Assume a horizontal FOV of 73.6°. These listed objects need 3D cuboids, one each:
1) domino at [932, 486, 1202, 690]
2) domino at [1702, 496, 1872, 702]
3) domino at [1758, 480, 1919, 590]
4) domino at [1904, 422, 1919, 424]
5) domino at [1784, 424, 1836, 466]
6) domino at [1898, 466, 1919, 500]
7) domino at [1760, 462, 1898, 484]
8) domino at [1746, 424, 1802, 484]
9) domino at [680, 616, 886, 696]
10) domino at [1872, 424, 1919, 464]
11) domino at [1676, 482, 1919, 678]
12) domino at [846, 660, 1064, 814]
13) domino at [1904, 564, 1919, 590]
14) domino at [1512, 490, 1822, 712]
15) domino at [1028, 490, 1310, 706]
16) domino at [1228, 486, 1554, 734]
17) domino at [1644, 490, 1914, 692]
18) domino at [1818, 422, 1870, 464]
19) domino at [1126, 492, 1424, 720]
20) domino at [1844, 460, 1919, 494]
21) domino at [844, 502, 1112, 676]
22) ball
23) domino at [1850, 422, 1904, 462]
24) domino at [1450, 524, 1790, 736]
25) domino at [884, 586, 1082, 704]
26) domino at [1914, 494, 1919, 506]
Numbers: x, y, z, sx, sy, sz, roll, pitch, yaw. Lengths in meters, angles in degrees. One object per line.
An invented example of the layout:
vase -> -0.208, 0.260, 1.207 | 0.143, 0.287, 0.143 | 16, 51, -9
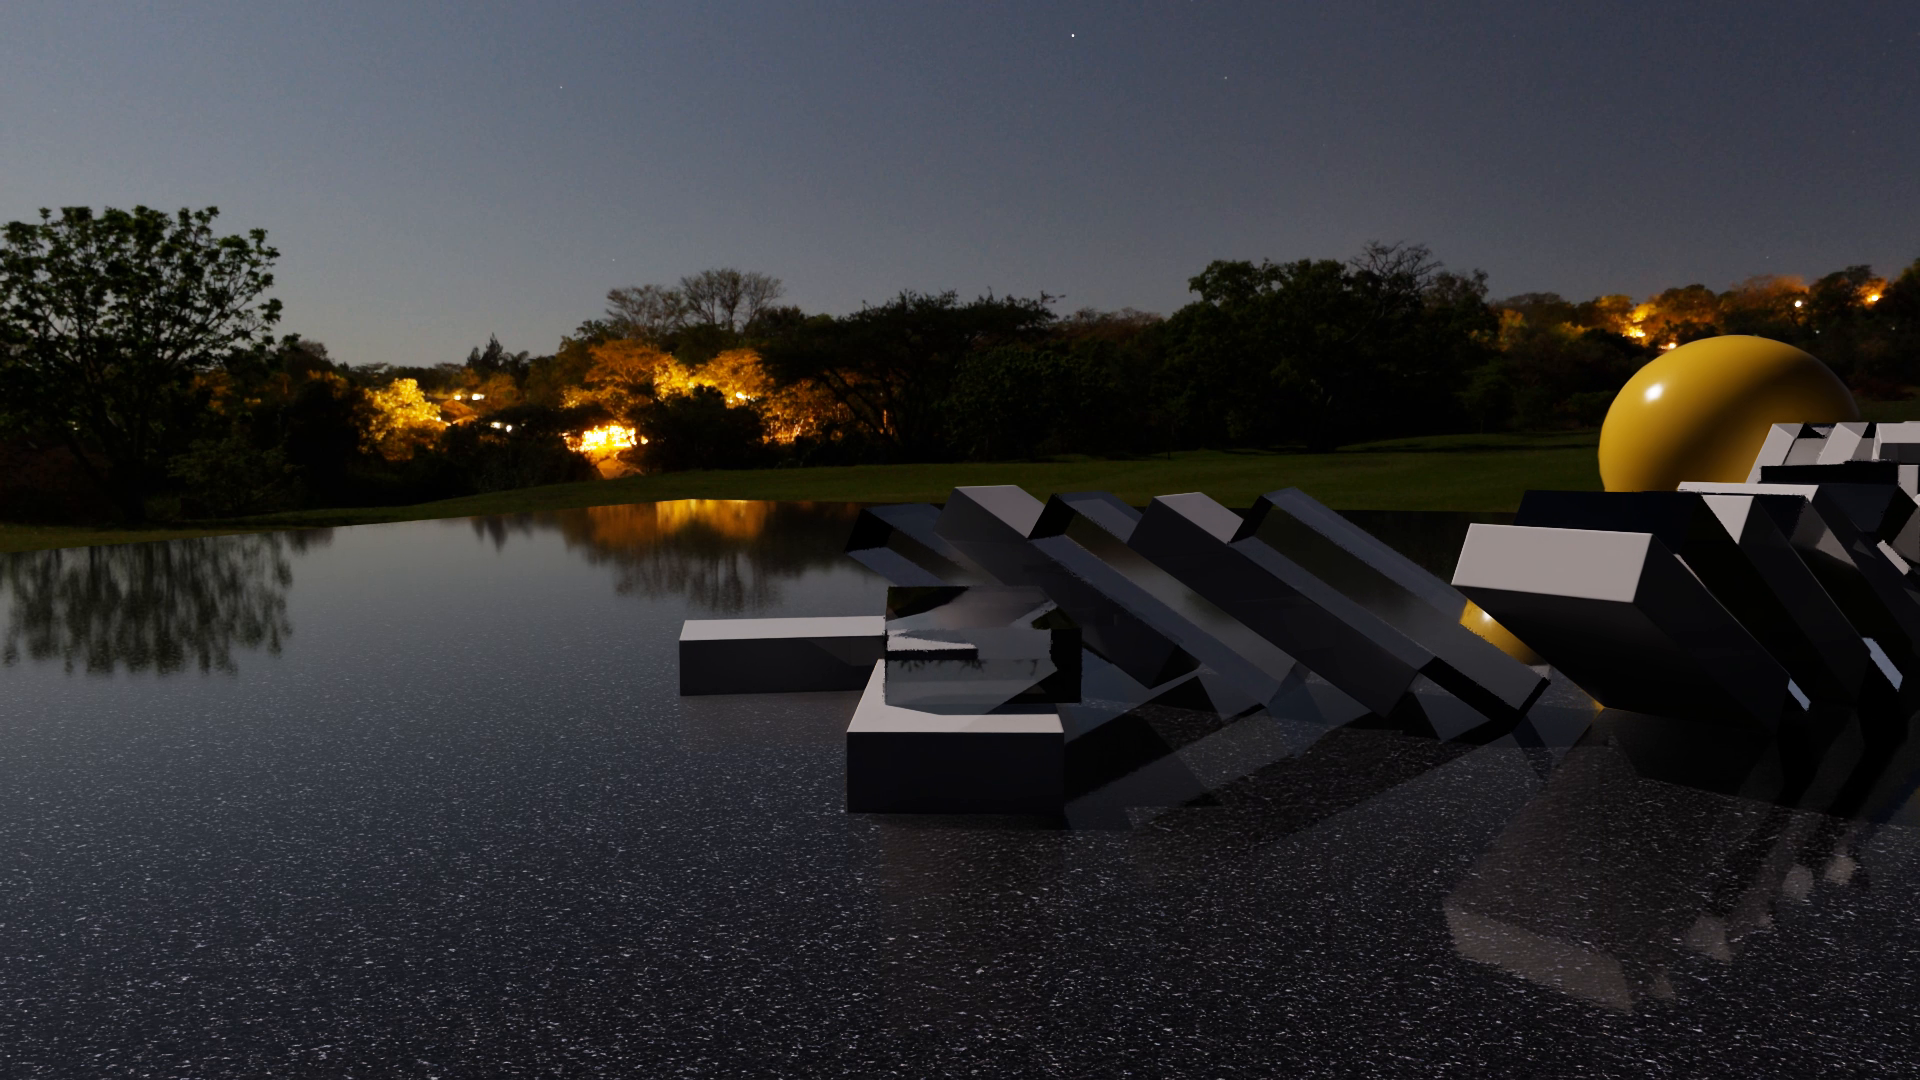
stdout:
domino -> 0.022, 0.007, 0.236 | 0.050, 0.010, 0.025 | 36, 19, 23
domino -> 0.124, 0.009, 0.208 | 0.050, 0.009, 0.025 | 35, -17, -31
domino -> 0.171, 0.007, 0.237 | 0.050, 0.009, 0.025 | 34, -9, -21
domino -> 0.265, -0.008, 0.356 | 0.025, 0.050, 0.009 | -1, 33, -10
domino -> 0.259, -0.011, 0.388 | 0.025, 0.050, 0.010 | -1, 33, -10
domino -> 0.215, 0.000, 0.310 | 0.025, 0.009, 0.050 | 2, -32, 36
domino -> 0.202, 0.001, 0.298 | 0.025, 0.009, 0.050 | 0, -33, 35
domino -> 0.256, -0.012, 0.398 | 0.025, 0.050, 0.010 | -1, 33, -10
domino -> -0.025, 0.020, 0.233 | 0.050, 0.009, 0.025 | -1, 4, -10
domino -> 0.248, -0.006, 0.330 | 0.025, 0.050, 0.010 | 2, 36, 28
domino -> 0.154, 0.007, 0.232 | 0.050, 0.009, 0.025 | 35, -10, -22
domino -> 0.000, 0.025, 0.172 | 0.025, 0.010, 0.050 | 0, 4, 1
domino -> 0.208, 0.007, 0.254 | 0.025, 0.010, 0.050 | 2, -24, 4
domino -> 0.108, 0.010, 0.196 | 0.050, 0.009, 0.025 | 36, -17, -32
domino -> 0.039, 0.009, 0.226 | 0.050, 0.009, 0.025 | 36, 19, 22
domino -> 0.070, 0.010, 0.207 | 0.050, 0.010, 0.025 | 36, 20, 19
domino -> 0.139, 0.009, 0.219 | 0.050, 0.009, 0.025 | 35, -15, -30
domino -> 0.261, -0.010, 0.378 | 0.025, 0.050, 0.009 | -1, 33, -10
domino -> 0.055, 0.009, 0.217 | 0.050, 0.010, 0.025 | 36, 19, 22
domino -> 0.231, -0.001, 0.317 | 0.025, 0.009, 0.050 | 6, -30, 32
domino -> 0.005, 0.009, 0.245 | 0.050, 0.010, 0.025 | 31, 17, 23
ball -> 0.267, -0.031, 0.448 | 0.080, 0.080, 0.080 | 0, 4, 0
domino -> 0.263, -0.009, 0.367 | 0.025, 0.050, 0.009 | -1, 33, -10
domino -> 0.095, 0.013, 0.184 | 0.050, 0.009, 0.025 | 30, -14, -34
domino -> 0.002, 0.014, 0.188 | 0.025, 0.010, 0.050 | 0, 4, -3
domino -> 0.207, 0.005, 0.274 | 0.025, 0.009, 0.050 | 0, -27, 6
